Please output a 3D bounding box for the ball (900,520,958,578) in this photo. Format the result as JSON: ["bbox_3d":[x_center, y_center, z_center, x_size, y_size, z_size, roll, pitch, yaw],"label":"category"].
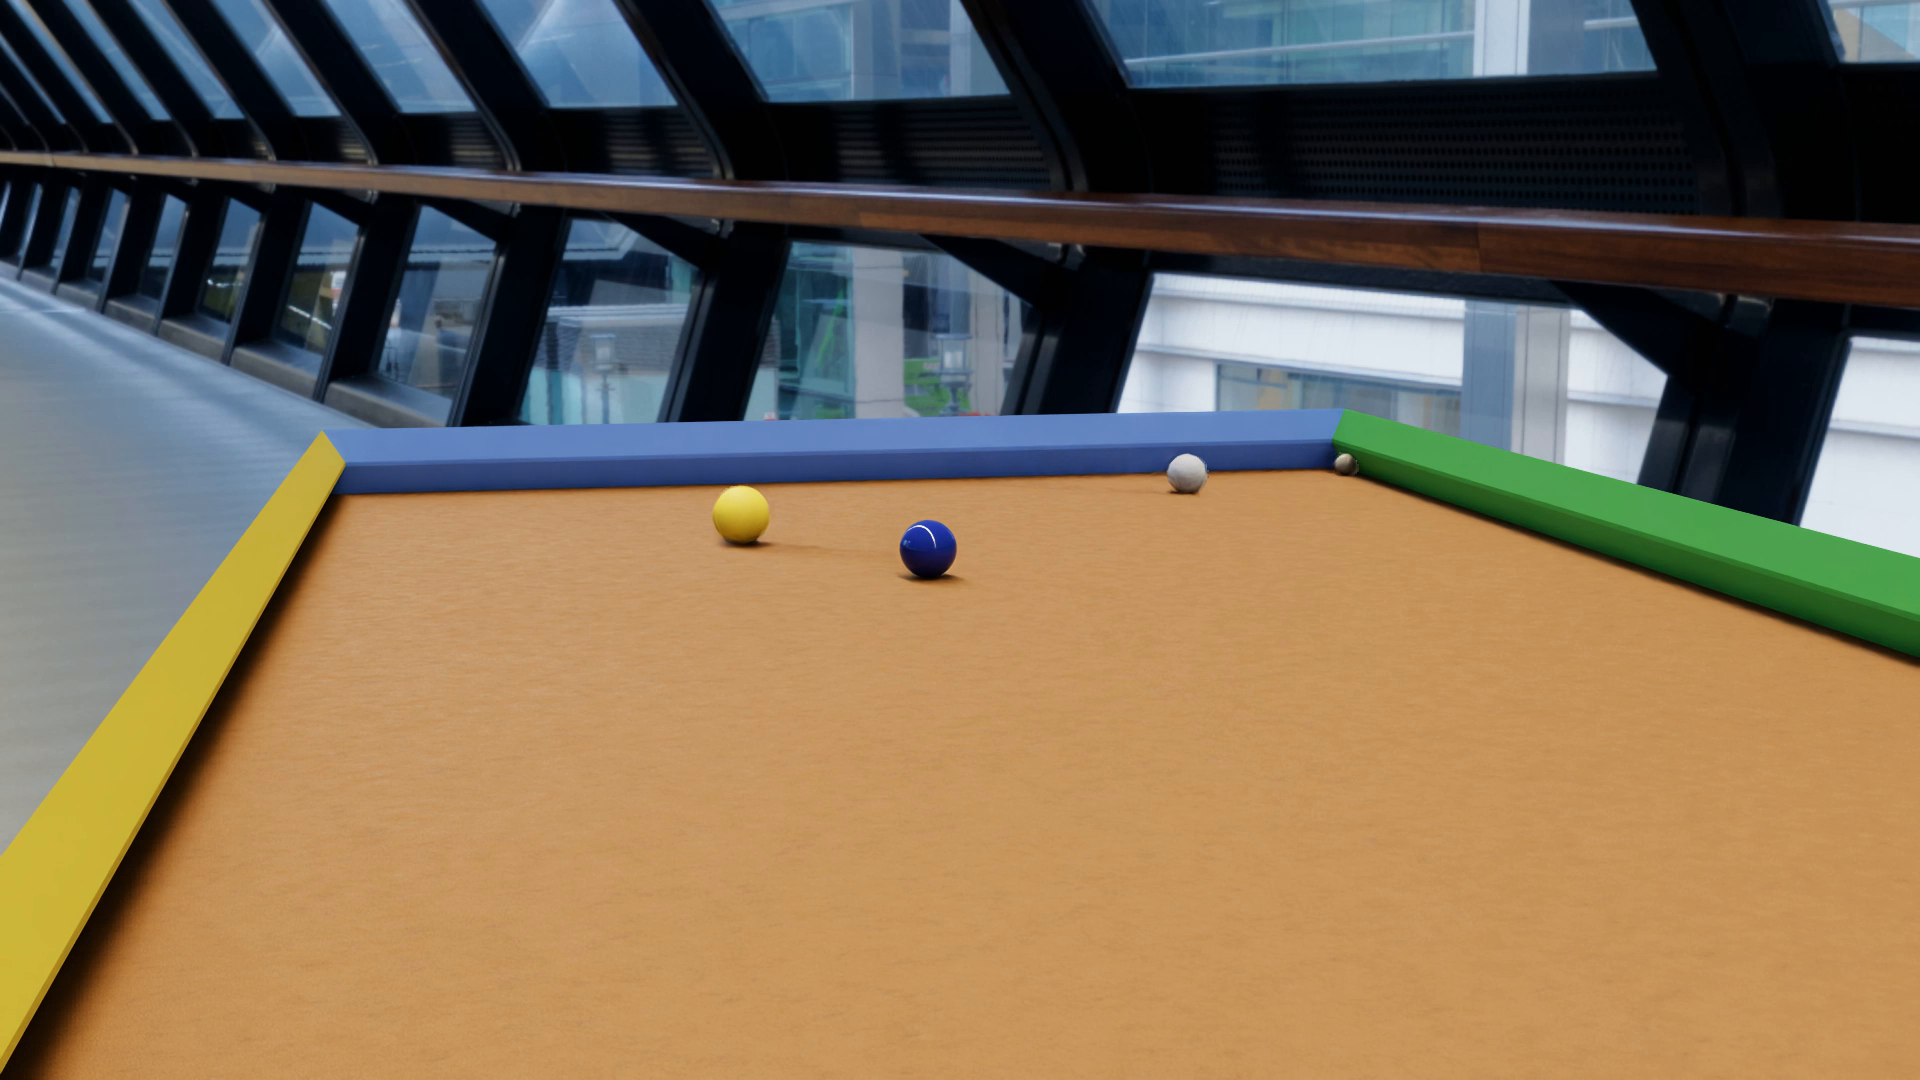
[{"bbox_3d":[-0.048,0.013,3.306,0.087,0.087,0.087,0,9,0],"label":"ball"}]

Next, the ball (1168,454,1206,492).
[{"bbox_3d":[0.437,-0.129,4.237,0.074,0.074,0.074,0,9,0],"label":"ball"}]

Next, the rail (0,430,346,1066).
[{"bbox_3d":[-0.785,0.166,2.231,0.045,0.122,4.093,-2,9,-11],"label":"rail"}]

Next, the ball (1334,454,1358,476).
[{"bbox_3d":[0.788,-0.154,4.488,0.045,0.045,0.045,0,9,0],"label":"ball"}]

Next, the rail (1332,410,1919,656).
[{"bbox_3d":[1.197,0.102,2.633,0.045,0.122,4.093,-2,9,-11],"label":"rail"}]

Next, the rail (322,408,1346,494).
[{"bbox_3d":[-0.201,-0.178,4.389,2.071,0.122,0.045,-2,9,-11],"label":"rail"}]

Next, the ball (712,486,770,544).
[{"bbox_3d":[-0.360,-0.041,3.626,0.094,0.094,0.094,0,9,0],"label":"ball"}]
